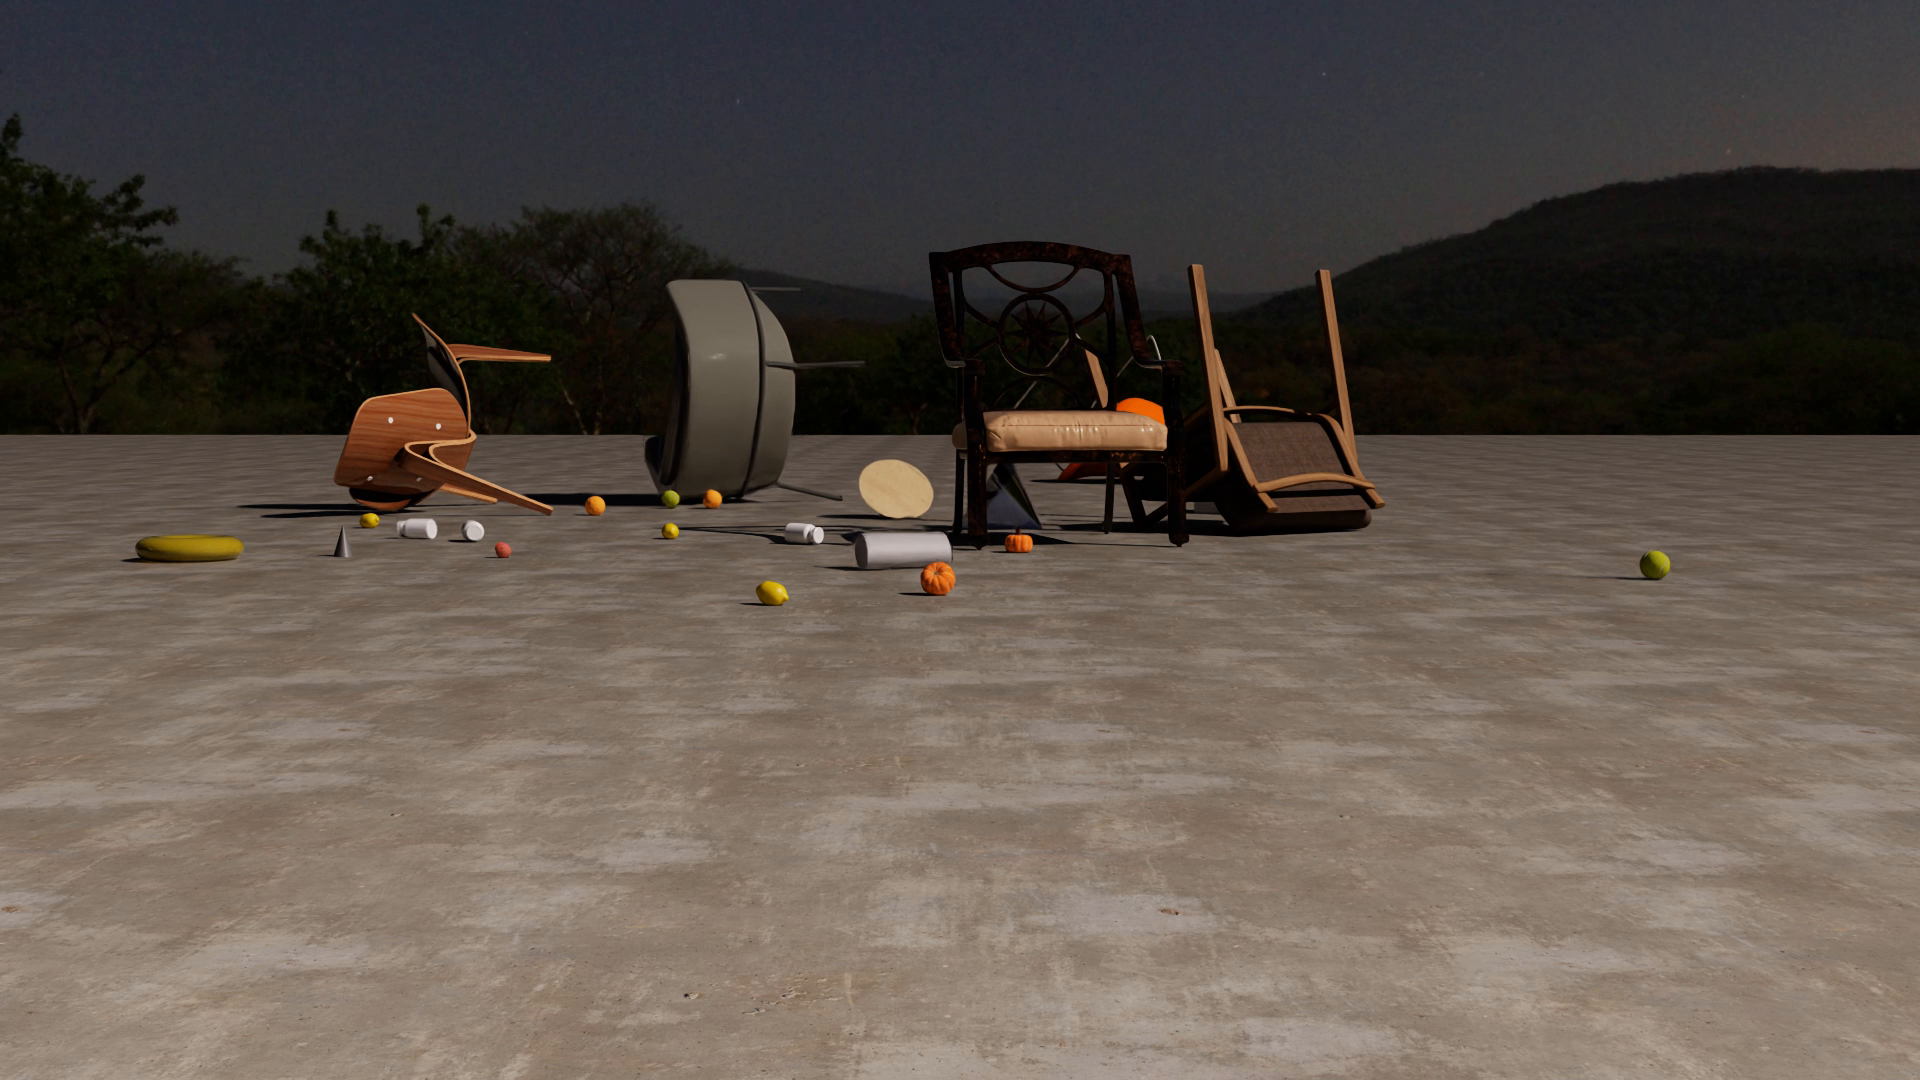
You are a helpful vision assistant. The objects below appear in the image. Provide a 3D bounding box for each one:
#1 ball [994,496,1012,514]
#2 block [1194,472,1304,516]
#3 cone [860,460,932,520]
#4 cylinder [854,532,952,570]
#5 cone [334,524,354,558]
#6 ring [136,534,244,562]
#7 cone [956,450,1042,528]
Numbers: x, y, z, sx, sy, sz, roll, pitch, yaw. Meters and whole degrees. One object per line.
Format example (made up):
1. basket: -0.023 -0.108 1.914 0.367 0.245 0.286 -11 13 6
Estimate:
1. ball: 0.157 -0.129 7.960 0.064 0.064 0.064 0 4 0
2. block: 1.045 -0.169 7.955 0.326 0.144 0.223 3 5 35
3. cone: -0.248 -0.131 7.714 0.263 0.150 0.289 37 45 9
4. cylinder: -0.143 0.027 5.504 0.219 0.085 0.109 -1 25 -21
5. cone: -1.659 0.000 5.914 0.052 0.087 0.094 -1 4 -21
6. ring: -2.024 0.022 5.780 0.272 0.063 0.257 0 3 -12
7. cone: 0.166 -0.100 7.063 0.234 0.312 0.267 33 26 -1
